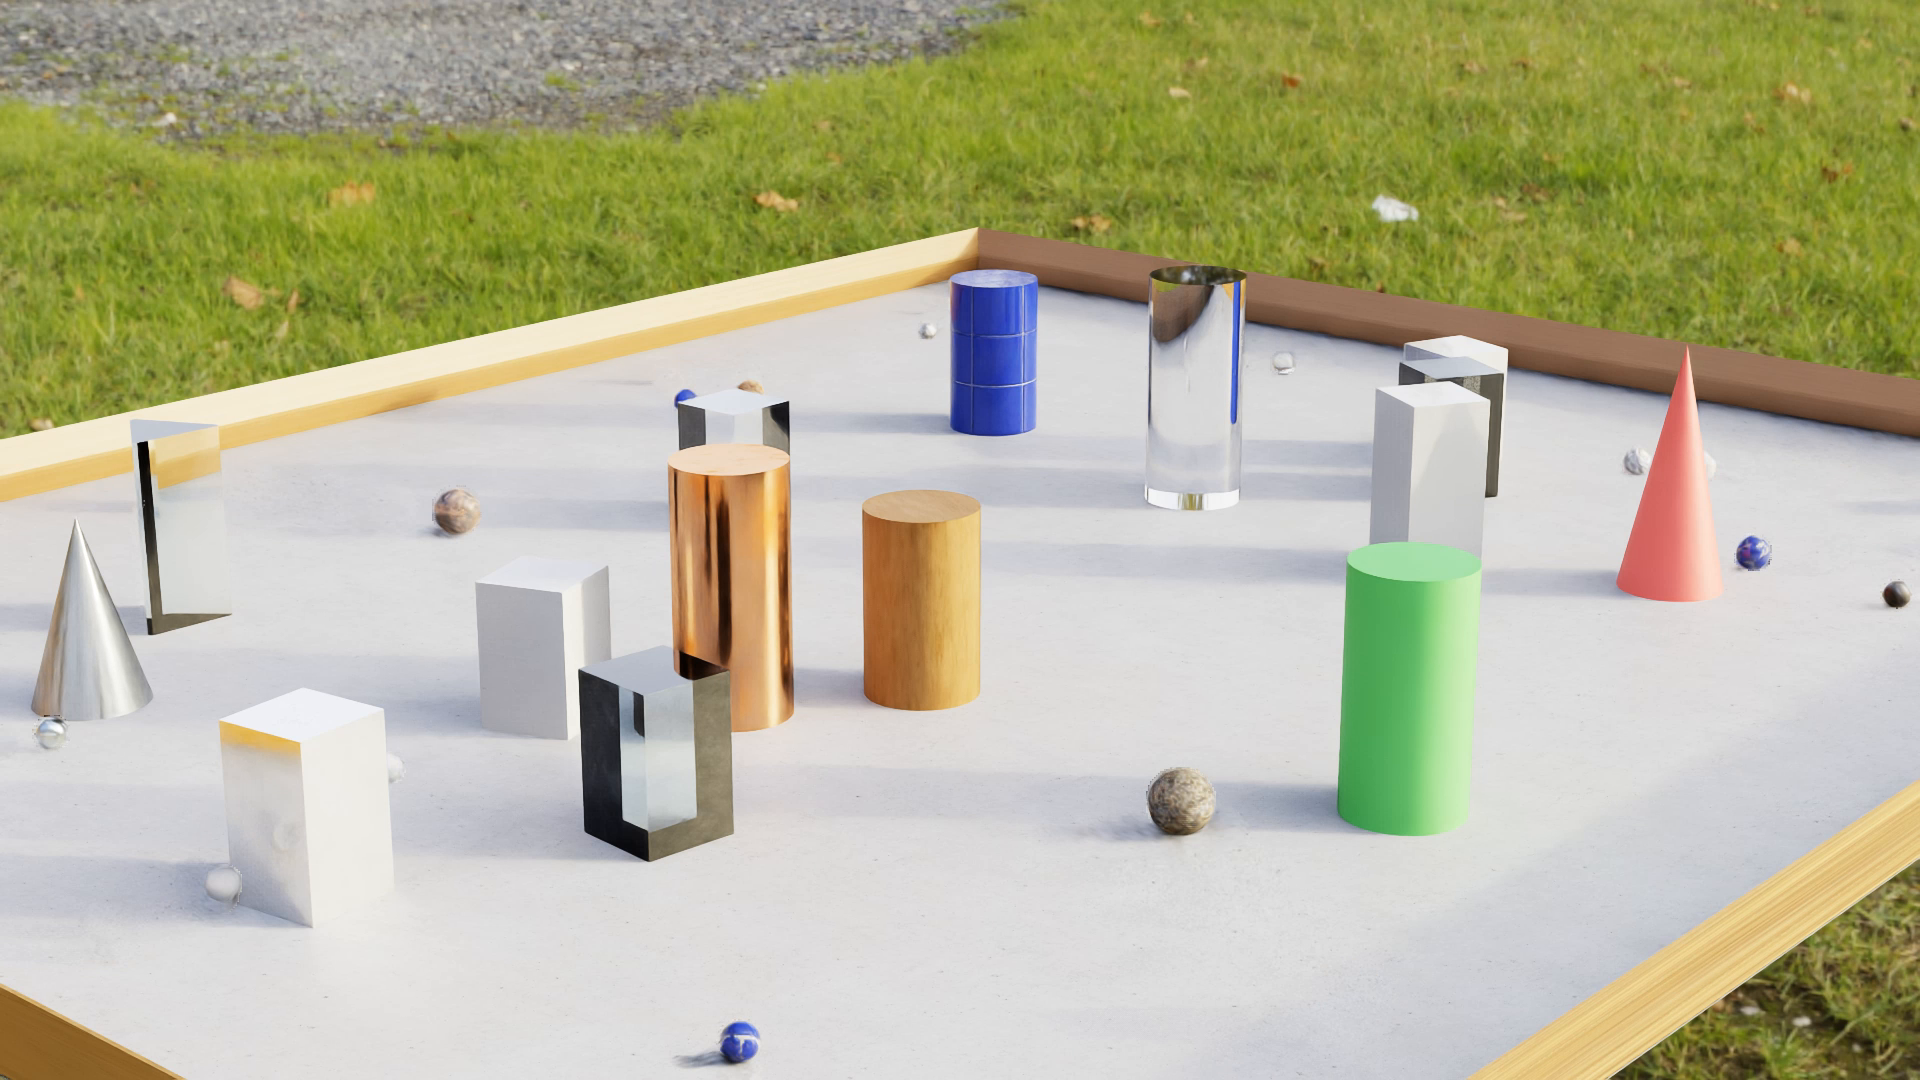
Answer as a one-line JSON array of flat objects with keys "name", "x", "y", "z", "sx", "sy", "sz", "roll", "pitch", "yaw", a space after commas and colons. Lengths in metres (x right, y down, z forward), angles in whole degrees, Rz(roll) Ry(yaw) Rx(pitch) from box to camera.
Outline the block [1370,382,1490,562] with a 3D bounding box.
[{"name": "block", "x": 0.833, "y": -0.103, "z": 5.216, "sx": 0.148, "sy": 0.322, "sz": 0.148, "roll": -6, "pitch": 18, "yaw": -18}]

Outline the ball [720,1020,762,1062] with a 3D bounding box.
[{"name": "ball", "x": -0.256, "y": 0.584, "z": 3.416, "sx": 0.049, "sy": 0.049, "sz": 0.049, "roll": 0, "pitch": 17, "yaw": 0}]

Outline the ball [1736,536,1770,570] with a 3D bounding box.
[{"name": "ball", "x": 1.420, "y": 0.023, "z": 5.250, "sx": 0.061, "sy": 0.061, "sz": 0.061, "roll": 0, "pitch": 17, "yaw": 0}]

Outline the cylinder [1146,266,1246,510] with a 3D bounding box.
[{"name": "cylinder", "x": 0.452, "y": -0.293, "z": 5.642, "sx": 0.185, "sy": 0.440, "sz": 0.185, "roll": 0, "pitch": 17, "yaw": 0}]

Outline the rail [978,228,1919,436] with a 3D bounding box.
[{"name": "rail", "x": 1.367, "y": -0.426, "z": 6.628, "sx": 3.540, "sy": 0.120, "sz": 0.045, "roll": 14, "pitch": 22, "yaw": 39}]

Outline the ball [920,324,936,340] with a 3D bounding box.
[{"name": "ball", "x": -0.078, "y": -0.498, "z": 7.005, "sx": 0.041, "sy": 0.041, "sz": 0.041, "roll": 0, "pitch": 17, "yaw": 0}]

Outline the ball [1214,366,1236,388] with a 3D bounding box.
[{"name": "ball", "x": 0.594, "y": -0.364, "z": 6.549, "sx": 0.049, "sy": 0.049, "sz": 0.049, "roll": 0, "pitch": 17, "yaw": 0}]

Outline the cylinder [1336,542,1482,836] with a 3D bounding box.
[{"name": "cylinder", "x": 0.628, "y": 0.207, "z": 4.106, "sx": 0.185, "sy": 0.371, "sz": 0.185, "roll": 0, "pitch": 17, "yaw": 0}]

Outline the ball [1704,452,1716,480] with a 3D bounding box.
[{"name": "ball", "x": 1.464, "y": -0.144, "z": 5.801, "sx": 0.061, "sy": 0.061, "sz": 0.061, "roll": 0, "pitch": 17, "yaw": 0}]

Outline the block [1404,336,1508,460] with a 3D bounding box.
[{"name": "block", "x": 1.002, "y": -0.281, "z": 5.960, "sx": 0.148, "sy": 0.231, "sz": 0.148, "roll": -9, "pitch": 19, "yaw": -28}]

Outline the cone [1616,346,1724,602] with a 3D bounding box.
[{"name": "cone", "x": 1.250, "y": -0.128, "z": 5.101, "sx": 0.185, "sy": 0.436, "sz": 0.185, "roll": 0, "pitch": 17, "yaw": 0}]

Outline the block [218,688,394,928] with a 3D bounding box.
[{"name": "block", "x": -0.853, "y": 0.348, "z": 3.838, "sx": 0.148, "sy": 0.256, "sz": 0.148, "roll": 11, "pitch": 20, "yaw": 32}]

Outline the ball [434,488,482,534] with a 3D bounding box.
[{"name": "ball", "x": -0.936, "y": -0.054, "z": 5.459, "sx": 0.087, "sy": 0.087, "sz": 0.087, "roll": 0, "pitch": 17, "yaw": 0}]

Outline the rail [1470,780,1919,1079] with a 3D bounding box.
[{"name": "rail", "x": 1.318, "y": 0.362, "z": 4.025, "sx": 0.045, "sy": 0.120, "sz": 4.218, "roll": 14, "pitch": 22, "yaw": 39}]

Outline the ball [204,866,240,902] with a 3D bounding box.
[{"name": "ball", "x": -0.961, "y": 0.448, "z": 3.821, "sx": 0.046, "sy": 0.046, "sz": 0.046, "roll": 0, "pitch": 17, "yaw": 0}]

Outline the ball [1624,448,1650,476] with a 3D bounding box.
[{"name": "ball", "x": 1.352, "y": -0.156, "z": 5.854, "sx": 0.054, "sy": 0.054, "sz": 0.054, "roll": 0, "pitch": 17, "yaw": 0}]

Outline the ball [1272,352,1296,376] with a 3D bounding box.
[{"name": "ball", "x": 0.736, "y": -0.398, "z": 6.655, "sx": 0.053, "sy": 0.053, "sz": 0.053, "roll": 0, "pitch": 17, "yaw": 0}]

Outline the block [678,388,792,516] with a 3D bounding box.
[{"name": "block", "x": -0.425, "y": -0.151, "z": 5.537, "sx": 0.148, "sy": 0.228, "sz": 0.148, "roll": 14, "pitch": 22, "yaw": 38}]

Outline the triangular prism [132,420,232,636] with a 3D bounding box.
[{"name": "triangular prism", "x": -1.349, "y": -0.030, "z": 4.956, "sx": 0.139, "sy": 0.333, "sz": 0.160, "roll": 16, "pitch": 23, "yaw": 42}]

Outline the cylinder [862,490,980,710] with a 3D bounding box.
[{"name": "cylinder", "x": -0.060, "y": 0.093, "z": 4.598, "sx": 0.185, "sy": 0.305, "sz": 0.185, "roll": 0, "pitch": 17, "yaw": 0}]

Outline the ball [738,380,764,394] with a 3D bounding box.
[{"name": "ball", "x": -0.456, "y": -0.319, "z": 6.382, "sx": 0.060, "sy": 0.060, "sz": 0.060, "roll": 0, "pitch": 17, "yaw": 0}]

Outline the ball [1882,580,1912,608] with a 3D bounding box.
[{"name": "ball", "x": 1.612, "y": 0.093, "z": 5.042, "sx": 0.047, "sy": 0.047, "sz": 0.047, "roll": 0, "pitch": 17, "yaw": 0}]

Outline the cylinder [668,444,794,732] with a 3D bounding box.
[{"name": "cylinder", "x": -0.350, "y": 0.072, "z": 4.492, "sx": 0.185, "sy": 0.406, "sz": 0.185, "roll": 0, "pitch": 17, "yaw": 0}]

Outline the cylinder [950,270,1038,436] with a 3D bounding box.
[{"name": "cylinder", "x": 0.071, "y": -0.396, "z": 6.190, "sx": 0.185, "sy": 0.318, "sz": 0.185, "roll": 0, "pitch": 17, "yaw": 0}]

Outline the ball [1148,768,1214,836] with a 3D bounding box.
[{"name": "ball", "x": 0.307, "y": 0.364, "z": 4.069, "sx": 0.092, "sy": 0.092, "sz": 0.092, "roll": 0, "pitch": 17, "yaw": 0}]

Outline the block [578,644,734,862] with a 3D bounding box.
[{"name": "block", "x": -0.419, "y": 0.293, "z": 4.048, "sx": 0.148, "sy": 0.241, "sz": 0.148, "roll": -15, "pitch": 23, "yaw": -41}]

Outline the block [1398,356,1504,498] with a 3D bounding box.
[{"name": "block", "x": 0.952, "y": -0.216, "z": 5.716, "sx": 0.148, "sy": 0.248, "sz": 0.148, "roll": -6, "pitch": 18, "yaw": -19}]

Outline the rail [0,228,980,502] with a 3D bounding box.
[{"name": "rail", "x": -1.319, "y": -0.302, "z": 6.217, "sx": 0.045, "sy": 0.120, "sz": 4.218, "roll": 14, "pitch": 22, "yaw": 39}]

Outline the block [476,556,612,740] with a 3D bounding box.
[{"name": "block", "x": -0.634, "y": 0.163, "z": 4.487, "sx": 0.148, "sy": 0.235, "sz": 0.148, "roll": 6, "pitch": 18, "yaw": 20}]

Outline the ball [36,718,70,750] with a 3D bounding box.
[{"name": "ball", "x": -1.359, "y": 0.290, "z": 4.390, "sx": 0.049, "sy": 0.049, "sz": 0.049, "roll": 0, "pitch": 17, "yaw": 0}]

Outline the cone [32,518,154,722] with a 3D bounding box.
[{"name": "cone", "x": -1.360, "y": 0.107, "z": 4.554, "sx": 0.185, "sy": 0.302, "sz": 0.185, "roll": 0, "pitch": 17, "yaw": 0}]

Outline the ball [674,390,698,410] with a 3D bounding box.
[{"name": "ball", "x": -0.591, "y": -0.299, "z": 6.327, "sx": 0.053, "sy": 0.053, "sz": 0.053, "roll": 0, "pitch": 17, "yaw": 0}]

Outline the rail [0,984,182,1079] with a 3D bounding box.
[{"name": "rail", "x": -1.367, "y": 0.486, "z": 3.614, "sx": 3.540, "sy": 0.120, "sz": 0.045, "roll": 14, "pitch": 22, "yaw": 39}]

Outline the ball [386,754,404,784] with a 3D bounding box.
[{"name": "ball", "x": -0.830, "y": 0.332, "z": 4.261, "sx": 0.042, "sy": 0.042, "sz": 0.042, "roll": 0, "pitch": 17, "yaw": 0}]
